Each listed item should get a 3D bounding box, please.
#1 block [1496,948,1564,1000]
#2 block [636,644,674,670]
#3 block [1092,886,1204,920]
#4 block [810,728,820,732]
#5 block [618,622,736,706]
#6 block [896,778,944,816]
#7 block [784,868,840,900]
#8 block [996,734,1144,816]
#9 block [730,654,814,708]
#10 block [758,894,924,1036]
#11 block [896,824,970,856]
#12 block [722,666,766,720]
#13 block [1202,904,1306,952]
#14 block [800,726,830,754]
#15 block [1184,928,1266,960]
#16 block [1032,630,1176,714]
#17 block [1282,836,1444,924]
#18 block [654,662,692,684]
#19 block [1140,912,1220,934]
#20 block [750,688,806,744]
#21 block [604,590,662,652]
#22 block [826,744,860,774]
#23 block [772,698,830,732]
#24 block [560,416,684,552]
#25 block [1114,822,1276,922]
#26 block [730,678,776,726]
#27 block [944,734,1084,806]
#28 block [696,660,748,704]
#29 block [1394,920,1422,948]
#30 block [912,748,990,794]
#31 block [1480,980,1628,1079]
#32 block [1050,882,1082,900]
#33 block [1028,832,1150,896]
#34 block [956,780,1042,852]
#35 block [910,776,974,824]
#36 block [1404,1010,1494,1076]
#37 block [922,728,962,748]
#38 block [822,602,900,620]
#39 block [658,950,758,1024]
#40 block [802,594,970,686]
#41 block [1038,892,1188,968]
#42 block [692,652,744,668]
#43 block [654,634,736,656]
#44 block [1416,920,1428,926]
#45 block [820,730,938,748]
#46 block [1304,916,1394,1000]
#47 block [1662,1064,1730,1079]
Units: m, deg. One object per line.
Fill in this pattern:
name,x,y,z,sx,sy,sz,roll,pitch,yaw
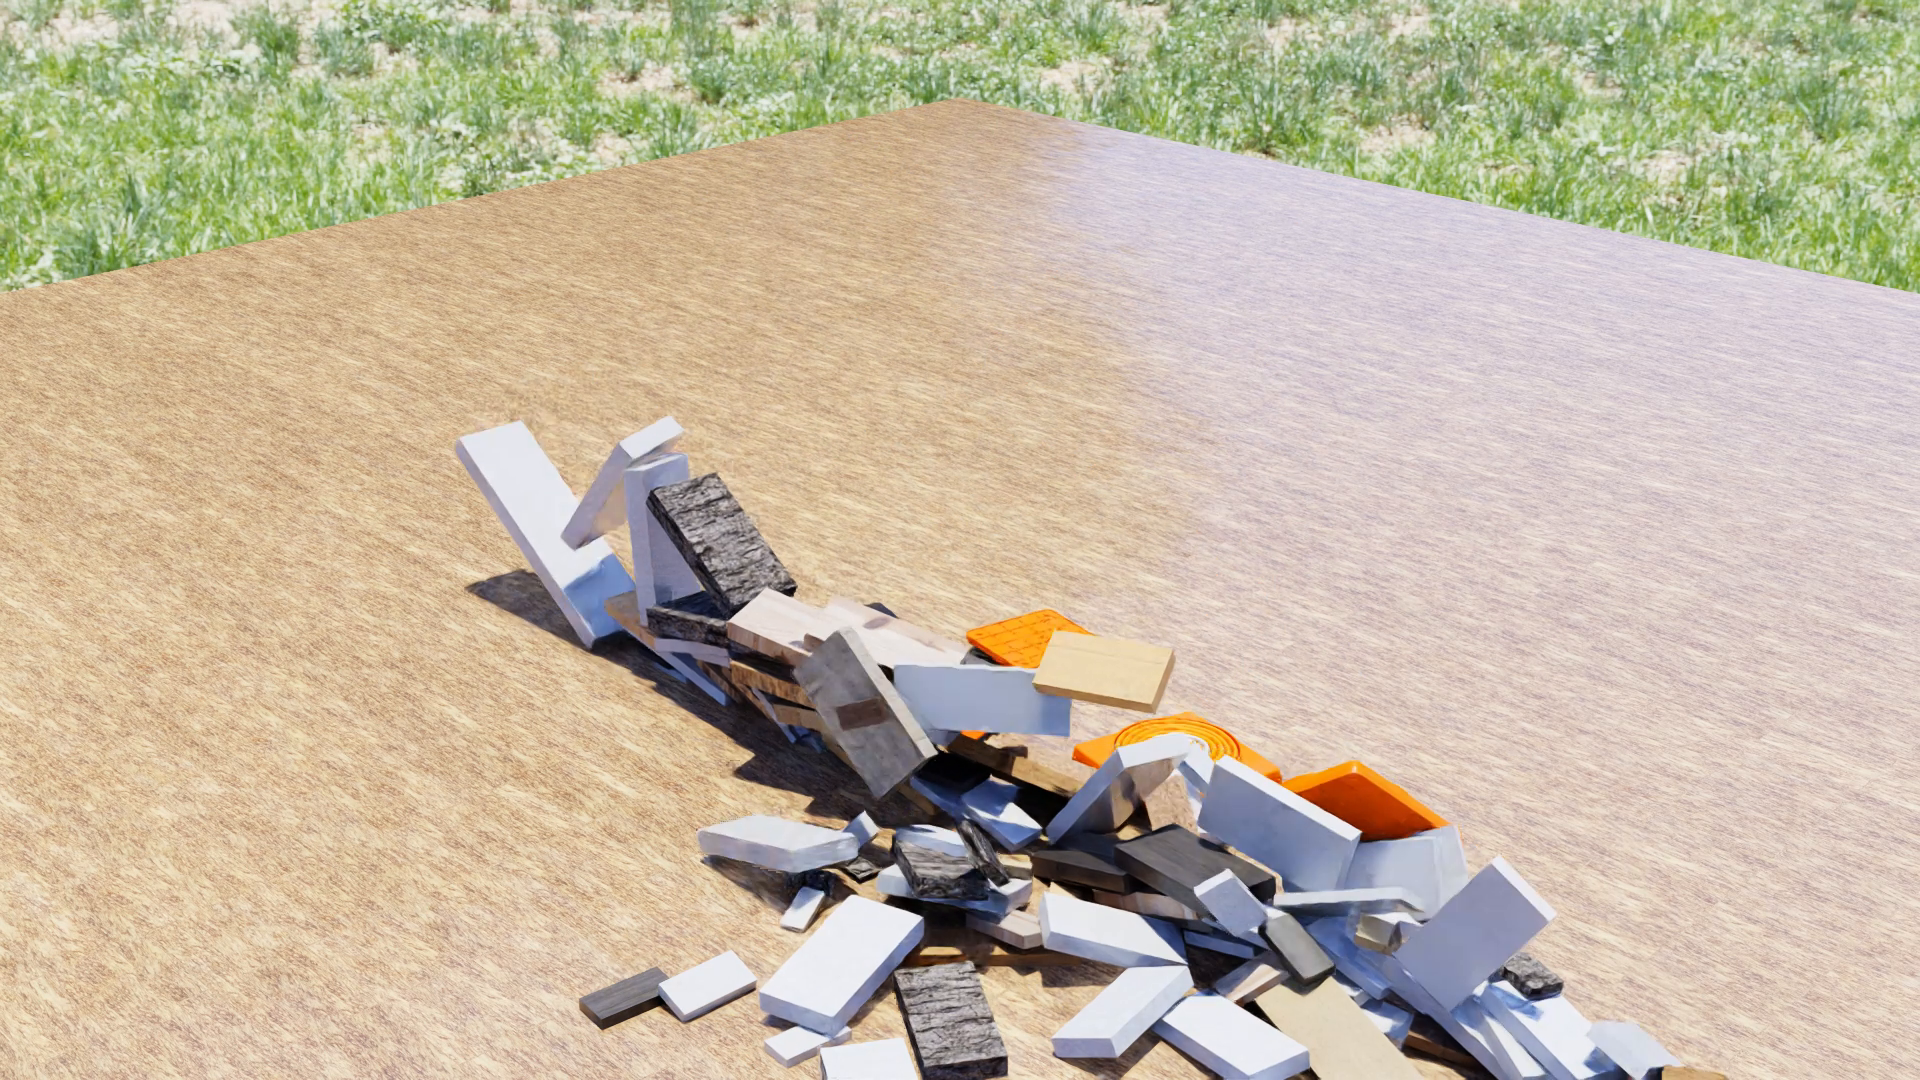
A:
block,0.933,0.714,3.672,0.071,0.020,0.142,-6,25,-27
block,-0.683,0.262,5.074,0.064,0.018,0.128,-20,30,-39
block,0.390,0.646,4.058,0.141,0.040,0.283,-18,8,-35
block,-0.291,0.363,4.733,0.060,0.017,0.120,17,47,-19
block,-0.618,0.256,5.013,0.104,0.029,0.402,-20,39,-39
block,-0.088,0.488,4.519,0.195,0.028,0.098,33,41,33
block,-0.280,0.641,4.145,0.097,0.049,0.014,13,-9,18
block,0.223,0.476,4.467,0.284,0.040,0.142,18,-13,34
block,-0.323,0.280,4.631,0.309,0.044,0.154,14,32,41
block,-0.205,0.743,3.865,0.151,0.043,0.302,13,32,27
block,-0.036,0.574,4.207,0.166,0.023,0.083,9,5,44
block,-0.442,0.321,4.838,0.085,0.024,0.170,-17,48,-36
block,0.524,0.681,3.928,0.087,0.025,0.174,-18,21,-36
block,-0.310,0.397,4.718,0.060,0.017,0.120,-22,67,-41
block,0.497,0.717,3.979,0.087,0.025,0.174,-19,14,-36
block,0.272,0.247,4.140,0.245,0.035,0.122,9,58,27
block,0.722,0.613,3.955,0.284,0.142,0.040,-7,-3,26
block,-0.641,0.292,5.050,0.064,0.018,0.128,-20,30,-38
block,0.426,0.685,4.062,0.087,0.025,0.174,-21,17,-41
block,-0.374,0.360,4.739,0.077,0.022,0.154,-26,70,-41
block,-0.716,0.182,5.061,0.104,0.029,0.208,-20,39,-39
block,-0.182,0.456,4.609,0.098,0.028,0.195,-19,38,-34
block,-0.219,0.348,4.570,0.154,0.044,0.348,-28,22,-38
block,-0.780,-0.129,5.069,0.051,0.359,0.180,46,41,7
block,0.420,0.595,3.959,0.141,0.040,0.283,-16,22,-30
block,-0.421,0.332,4.789,0.077,0.022,0.154,-24,56,-40
block,0.134,0.475,4.443,0.319,0.040,0.142,20,-12,27
block,-0.504,0.300,4.904,0.085,0.024,0.170,-17,39,-36
block,0.810,0.692,3.752,0.131,0.019,0.066,15,32,-7
block,-0.029,0.465,4.453,0.165,0.023,0.082,16,30,39
block,0.968,0.800,3.577,0.116,0.033,0.232,-6,32,-28
block,0.195,0.682,4.133,0.058,0.016,0.116,3,23,7
block,0.273,0.611,4.160,0.141,0.040,0.283,-17,11,-34
block,0.077,0.549,4.375,0.082,0.023,0.165,-24,48,-39
block,-0.014,0.513,4.449,0.082,0.023,0.165,-24,45,-39
block,0.836,0.846,3.707,0.155,0.022,0.077,17,29,17
block,-0.123,0.316,4.432,0.309,0.044,0.154,16,34,24
block,-0.193,0.218,4.759,0.049,0.174,0.348,-55,18,-20
block,-0.443,0.782,3.858,0.157,0.022,0.079,-20,49,-38
block,-0.146,0.216,4.365,0.295,0.042,0.148,21,37,12
block,0.274,0.710,3.943,0.259,0.037,0.130,15,21,-9
block,-0.513,0.251,4.878,0.085,0.024,0.170,-17,17,-38
block,-0.567,0.223,4.905,0.208,0.029,0.104,2,16,32
block,0.761,0.702,3.991,0.255,0.036,0.127,19,55,36
block,-0.138,0.382,4.543,0.284,0.040,0.142,2,23,41
block,0.692,0.725,3.843,0.090,0.025,0.179,-19,43,-41
block,1.184,0.870,3.512,0.091,0.026,0.183,4,-17,28
